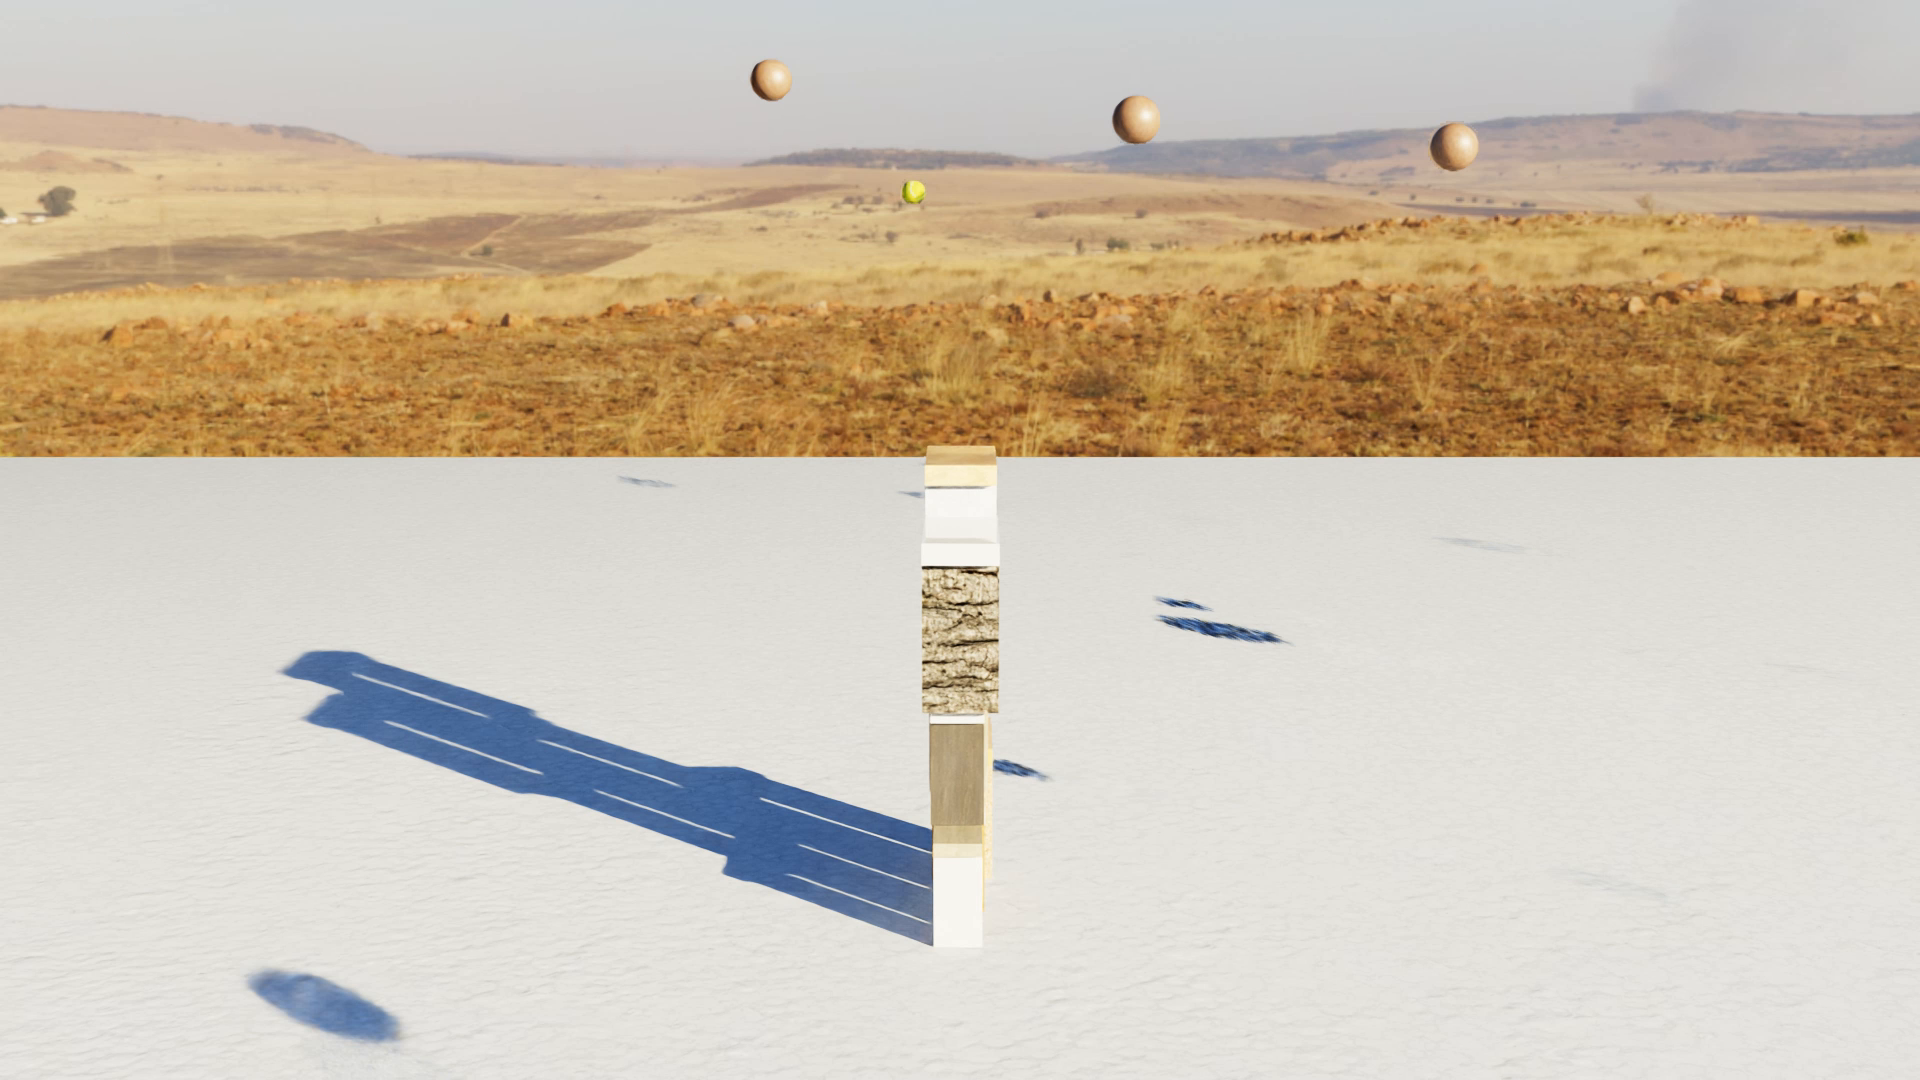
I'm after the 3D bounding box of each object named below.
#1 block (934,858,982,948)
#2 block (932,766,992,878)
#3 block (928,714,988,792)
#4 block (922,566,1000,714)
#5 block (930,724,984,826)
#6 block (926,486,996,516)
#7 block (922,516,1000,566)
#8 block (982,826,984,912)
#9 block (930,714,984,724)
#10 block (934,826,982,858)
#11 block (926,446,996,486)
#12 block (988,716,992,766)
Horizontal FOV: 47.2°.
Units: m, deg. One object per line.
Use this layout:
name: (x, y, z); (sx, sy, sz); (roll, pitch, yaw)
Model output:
block: (-0.003, 0.558, 3.425); (0.076, 0.151, 0.021); (0, 10, 0)
block: (0.003, 0.473, 3.738); (0.103, 0.205, 0.029); (0, 11, 0)
block: (-0.003, 0.289, 3.636); (0.097, 0.254, 0.028); (0, 11, 0)
block: (0.001, 0.148, 3.387); (0.118, 0.237, 0.034); (0, 11, 0)
block: (-0.004, 0.364, 3.469); (0.085, 0.171, 0.024); (0, 11, 0)
block: (0.001, 0.019, 3.610); (0.116, 0.231, 0.033); (0, 10, 0)
block: (0.001, 0.001, 3.439); (0.118, 0.034, 0.237); (0, 11, 0)
block: (0.002, 0.529, 3.579); (0.076, 0.153, 0.022); (0, 11, 0)
block: (-0.004, 0.258, 3.507); (0.085, 0.024, 0.169); (0, 11, 0)
block: (-0.003, 0.464, 3.459); (0.076, 0.021, 0.151); (0, 11, 0)
block: (0.002, -0.125, 3.663); (0.116, 0.033, 0.231); (0, 10, 0)
block: (0.003, 0.345, 3.784); (0.103, 0.029, 0.205); (0, 11, 0)
